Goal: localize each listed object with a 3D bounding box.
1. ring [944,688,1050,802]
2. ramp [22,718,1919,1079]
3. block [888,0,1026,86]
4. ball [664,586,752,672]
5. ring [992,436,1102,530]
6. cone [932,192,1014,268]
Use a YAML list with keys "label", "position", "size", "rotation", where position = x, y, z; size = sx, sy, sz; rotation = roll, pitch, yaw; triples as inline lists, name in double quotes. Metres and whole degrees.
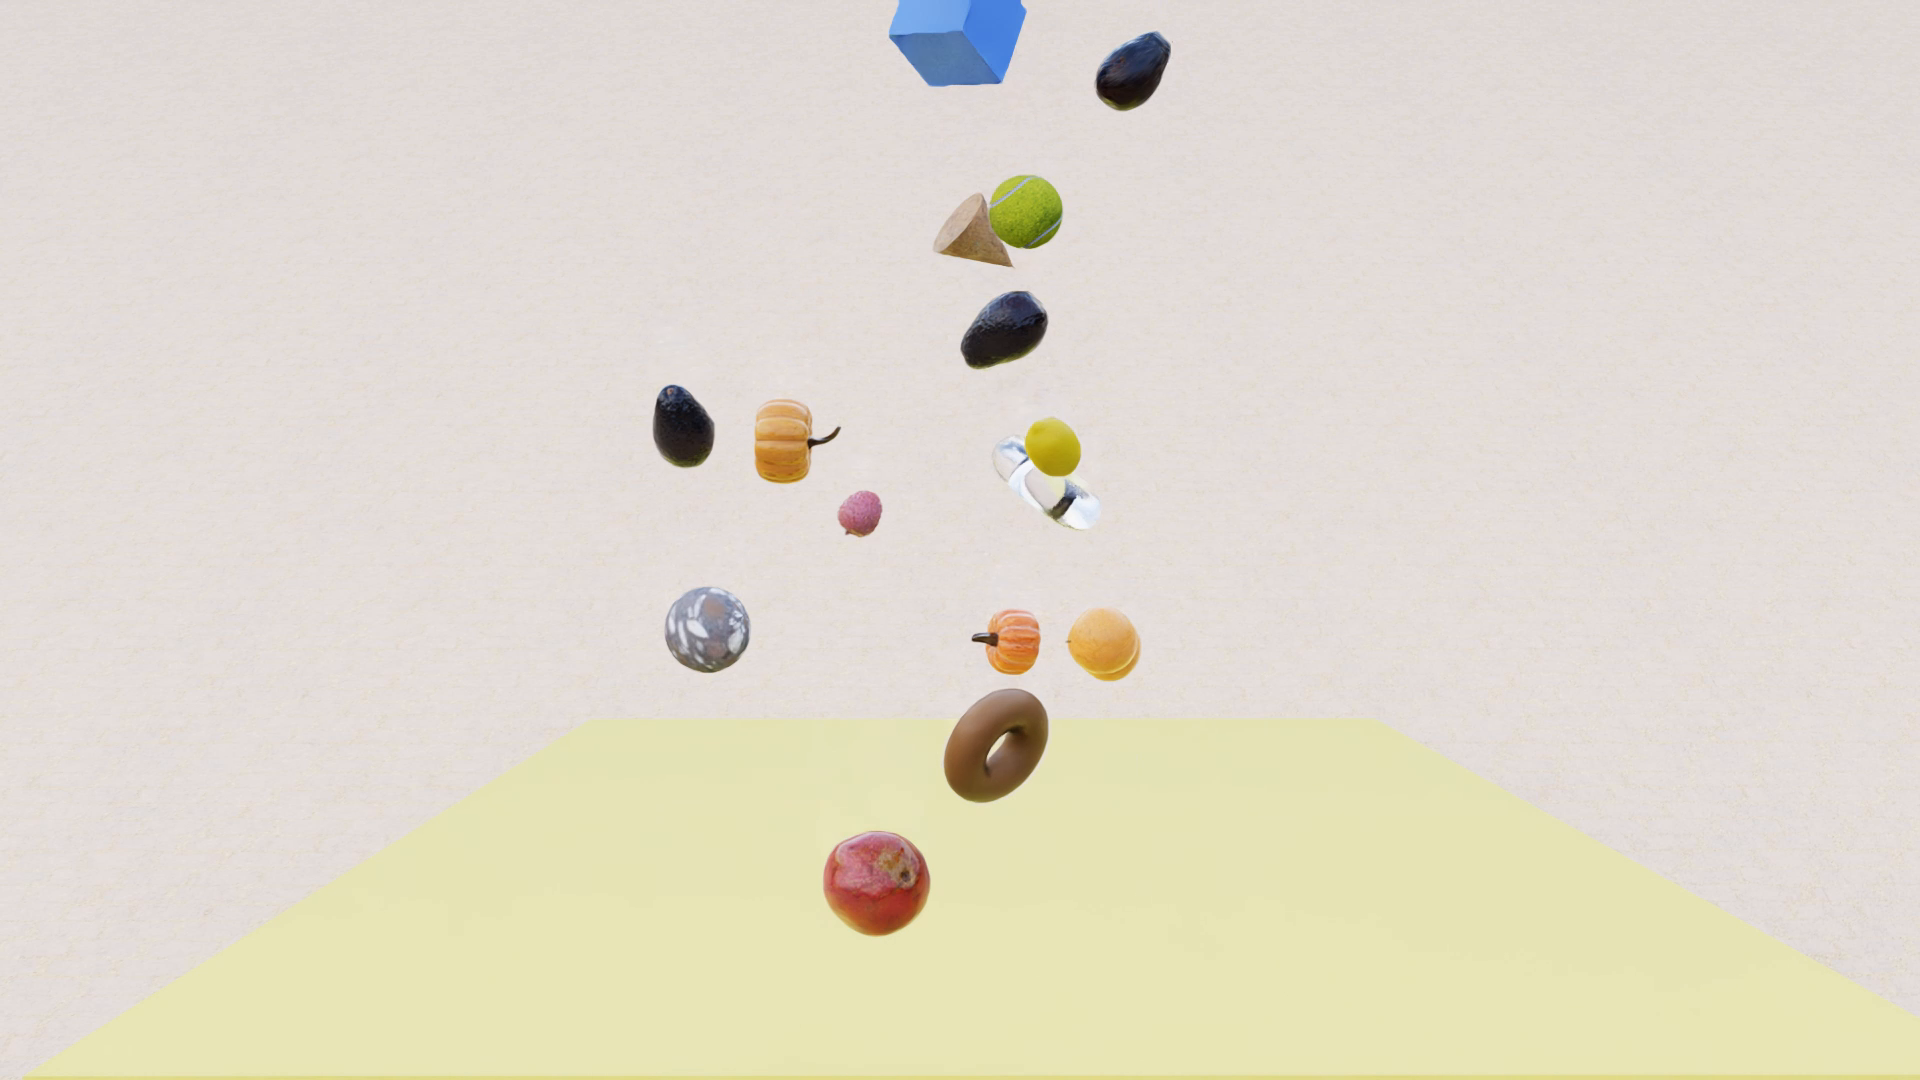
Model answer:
- label: "ring"
  position: [0.037, 0.209, 2.619]
  size: [0.128, 0.128, 0.043]
  rotation: [-21, 40, -35]
- label: "ramp"
  position: [0.060, 0.545, 4.581]
  size: [2.000, 0.100, 4.000]
  rotation: [0, 1, 0]
- label: "block"
  position: [-0.002, -0.516, 2.575]
  size: [0.088, 0.088, 0.088]
  rotation: [4, 66, 33]
- label: "ball"
  position: [-0.269, 0.095, 2.750]
  size: [0.092, 0.092, 0.092]
  rotation: [0, 27, 0]
- label: "ring"
  position: [0.097, -0.064, 2.889]
  size: [0.143, 0.048, 0.143]
  rotation: [37, 10, -8]
- label: "cone"
  position: [0.026, -0.293, 2.564]
  size: [0.075, 0.075, 0.075]
  rotation: [37, 19, -19]
